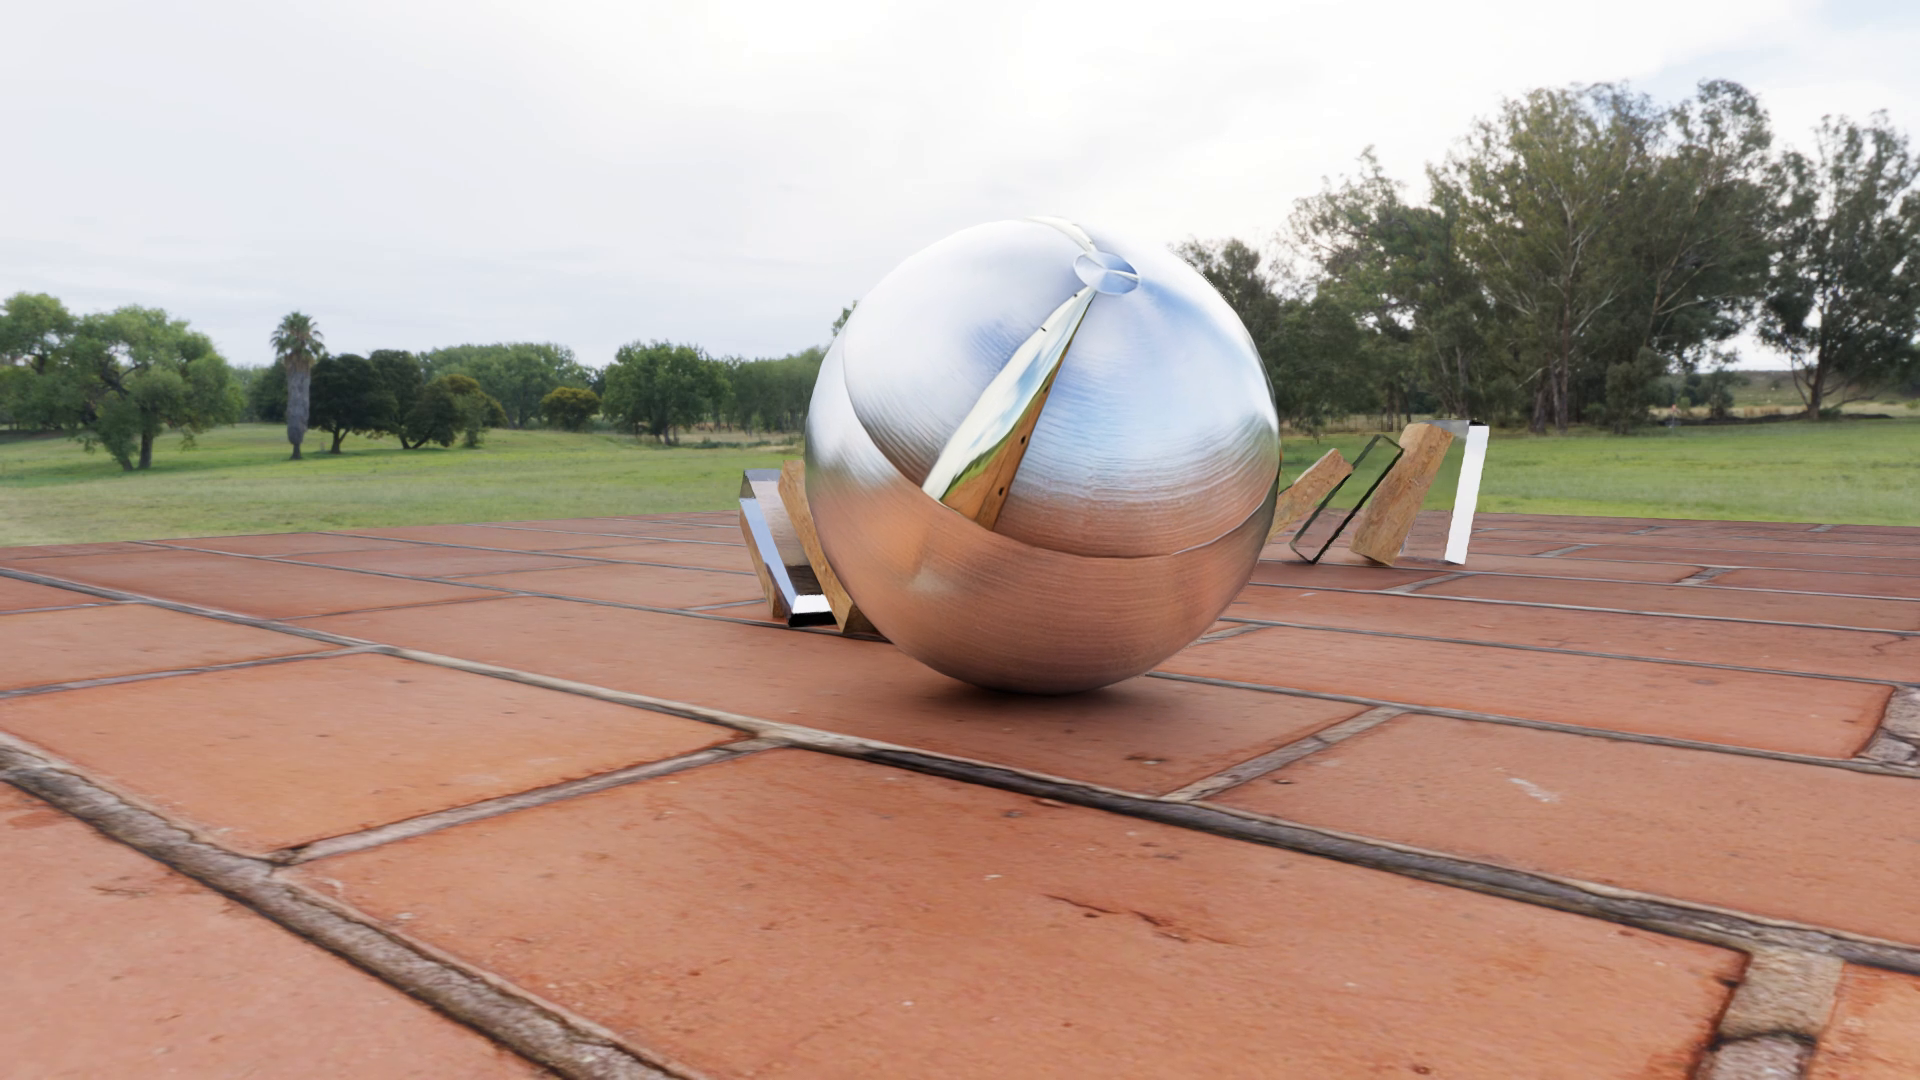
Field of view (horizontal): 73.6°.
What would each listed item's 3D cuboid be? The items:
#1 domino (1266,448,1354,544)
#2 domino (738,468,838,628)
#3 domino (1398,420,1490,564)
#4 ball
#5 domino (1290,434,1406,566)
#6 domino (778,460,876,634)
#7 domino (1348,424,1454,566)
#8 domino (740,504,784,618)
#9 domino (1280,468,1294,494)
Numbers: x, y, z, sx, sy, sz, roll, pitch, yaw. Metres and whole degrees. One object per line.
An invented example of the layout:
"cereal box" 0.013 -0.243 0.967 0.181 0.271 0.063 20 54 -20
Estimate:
"domino" 0.118 -0.012 0.461 0.050 0.009 0.025 -42 -5 12
"domino" -0.036 0.001 0.317 0.025 0.010 0.050 -2 39 -25
"domino" 0.174 -0.018 0.463 0.009 0.050 0.025 11 -1 -25
"ball" 0.014 -0.014 0.218 0.080 0.080 0.080 0 4 0
"domino" 0.137 -0.015 0.456 0.009 0.050 0.025 38 11 8
"domino" -0.024 0.000 0.305 0.025 0.009 0.050 -4 44 -27
"domino" 0.156 -0.016 0.456 0.009 0.050 0.025 24 5 0
"domino" -0.041 0.003 0.338 0.025 0.009 0.050 -2 29 -19
"domino" 0.097 -0.010 0.466 0.050 0.010 0.025 -34 -4 13
